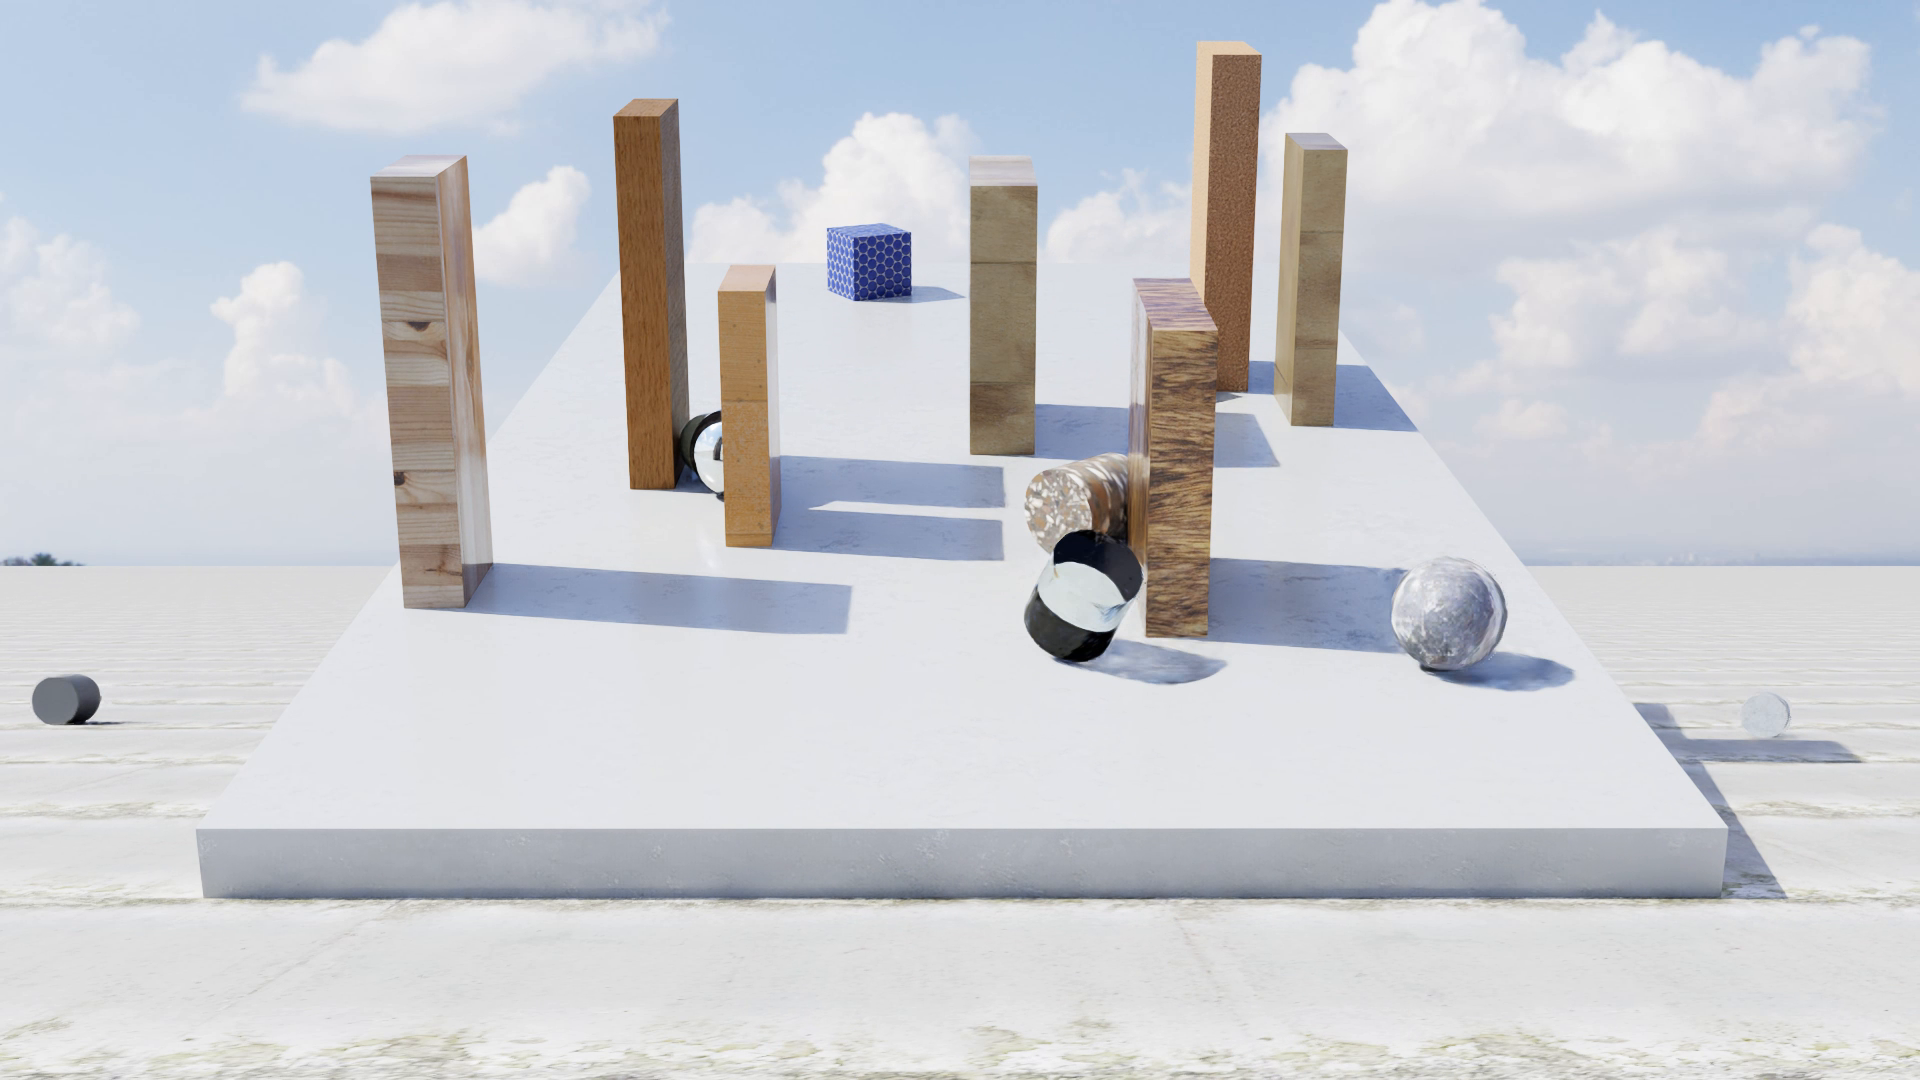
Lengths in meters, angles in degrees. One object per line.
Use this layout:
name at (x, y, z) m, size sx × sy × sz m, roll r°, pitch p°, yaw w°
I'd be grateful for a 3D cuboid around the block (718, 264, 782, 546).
block at (-0.384, -0.249, 4.100) m, size 0.084 × 0.471 × 0.248 m, roll 0°, pitch 18°, yaw 0°

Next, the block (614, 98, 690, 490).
block at (-0.608, -0.492, 4.436) m, size 0.088 × 0.729 × 0.294 m, roll 0°, pitch 18°, yaw 0°

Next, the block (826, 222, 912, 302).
block at (-0.255, -0.781, 6.259) m, size 0.178 × 0.178 × 0.178 m, roll -9°, pitch 20°, yaw -26°

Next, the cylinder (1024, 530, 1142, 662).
cylinder at (0.191, 0.087, 3.481) m, size 0.147 × 0.147 × 0.147 m, roll 0°, pitch -39°, yaw -21°

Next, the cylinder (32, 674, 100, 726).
cylinder at (-2.429, 0.434, 6.064) m, size 0.130 × 0.130 × 0.130 m, roll 0°, pitch -1°, yaw 5°

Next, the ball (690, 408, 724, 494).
ball at (-0.438, -0.173, 4.346) m, size 0.176 × 0.176 × 0.176 m, roll 0°, pitch -1°, yaw 0°

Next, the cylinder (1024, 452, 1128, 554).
cylinder at (0.230, -0.064, 4.029) m, size 0.162 × 0.162 × 0.162 m, roll -17°, pitch 11°, yaw -43°

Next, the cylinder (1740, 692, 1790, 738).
cylinder at (2.028, 0.440, 5.618) m, size 0.111 × 0.111 × 0.111 m, roll 0°, pitch -1°, yaw 23°

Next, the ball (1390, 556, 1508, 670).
ball at (0.755, 0.113, 3.449) m, size 0.176 × 0.176 × 0.176 m, roll 0°, pitch -1°, yaw 0°

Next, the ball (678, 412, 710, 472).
ball at (-0.500, -0.192, 4.484) m, size 0.129 × 0.129 × 0.129 m, roll 0°, pitch -1°, yaw 0°

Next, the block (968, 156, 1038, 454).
block at (0.088, -0.512, 4.780) m, size 0.135 × 0.560 × 0.441 m, roll 0°, pitch 18°, yaw 0°

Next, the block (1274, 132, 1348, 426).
block at (0.770, -0.578, 4.924) m, size 0.093 × 0.601 × 0.277 m, roll 0°, pitch 18°, yaw 0°

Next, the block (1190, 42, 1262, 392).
block at (0.614, -0.761, 5.223) m, size 0.109 × 0.768 × 0.328 m, roll 0°, pitch 18°, yaw 0°

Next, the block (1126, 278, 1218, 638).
block at (0.348, -0.148, 3.729) m, size 0.100 × 0.504 × 0.427 m, roll 0°, pitch 18°, yaw 0°

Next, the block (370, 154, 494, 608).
block at (-0.879, -0.266, 3.739) m, size 0.102 × 0.720 × 0.246 m, roll 0°, pitch 18°, yaw 0°

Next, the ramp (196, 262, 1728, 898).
ramp at (-0.003, -0.182, 4.831) m, size 2.000 × 0.100 × 4.000 m, roll 0°, pitch 18°, yaw 0°
